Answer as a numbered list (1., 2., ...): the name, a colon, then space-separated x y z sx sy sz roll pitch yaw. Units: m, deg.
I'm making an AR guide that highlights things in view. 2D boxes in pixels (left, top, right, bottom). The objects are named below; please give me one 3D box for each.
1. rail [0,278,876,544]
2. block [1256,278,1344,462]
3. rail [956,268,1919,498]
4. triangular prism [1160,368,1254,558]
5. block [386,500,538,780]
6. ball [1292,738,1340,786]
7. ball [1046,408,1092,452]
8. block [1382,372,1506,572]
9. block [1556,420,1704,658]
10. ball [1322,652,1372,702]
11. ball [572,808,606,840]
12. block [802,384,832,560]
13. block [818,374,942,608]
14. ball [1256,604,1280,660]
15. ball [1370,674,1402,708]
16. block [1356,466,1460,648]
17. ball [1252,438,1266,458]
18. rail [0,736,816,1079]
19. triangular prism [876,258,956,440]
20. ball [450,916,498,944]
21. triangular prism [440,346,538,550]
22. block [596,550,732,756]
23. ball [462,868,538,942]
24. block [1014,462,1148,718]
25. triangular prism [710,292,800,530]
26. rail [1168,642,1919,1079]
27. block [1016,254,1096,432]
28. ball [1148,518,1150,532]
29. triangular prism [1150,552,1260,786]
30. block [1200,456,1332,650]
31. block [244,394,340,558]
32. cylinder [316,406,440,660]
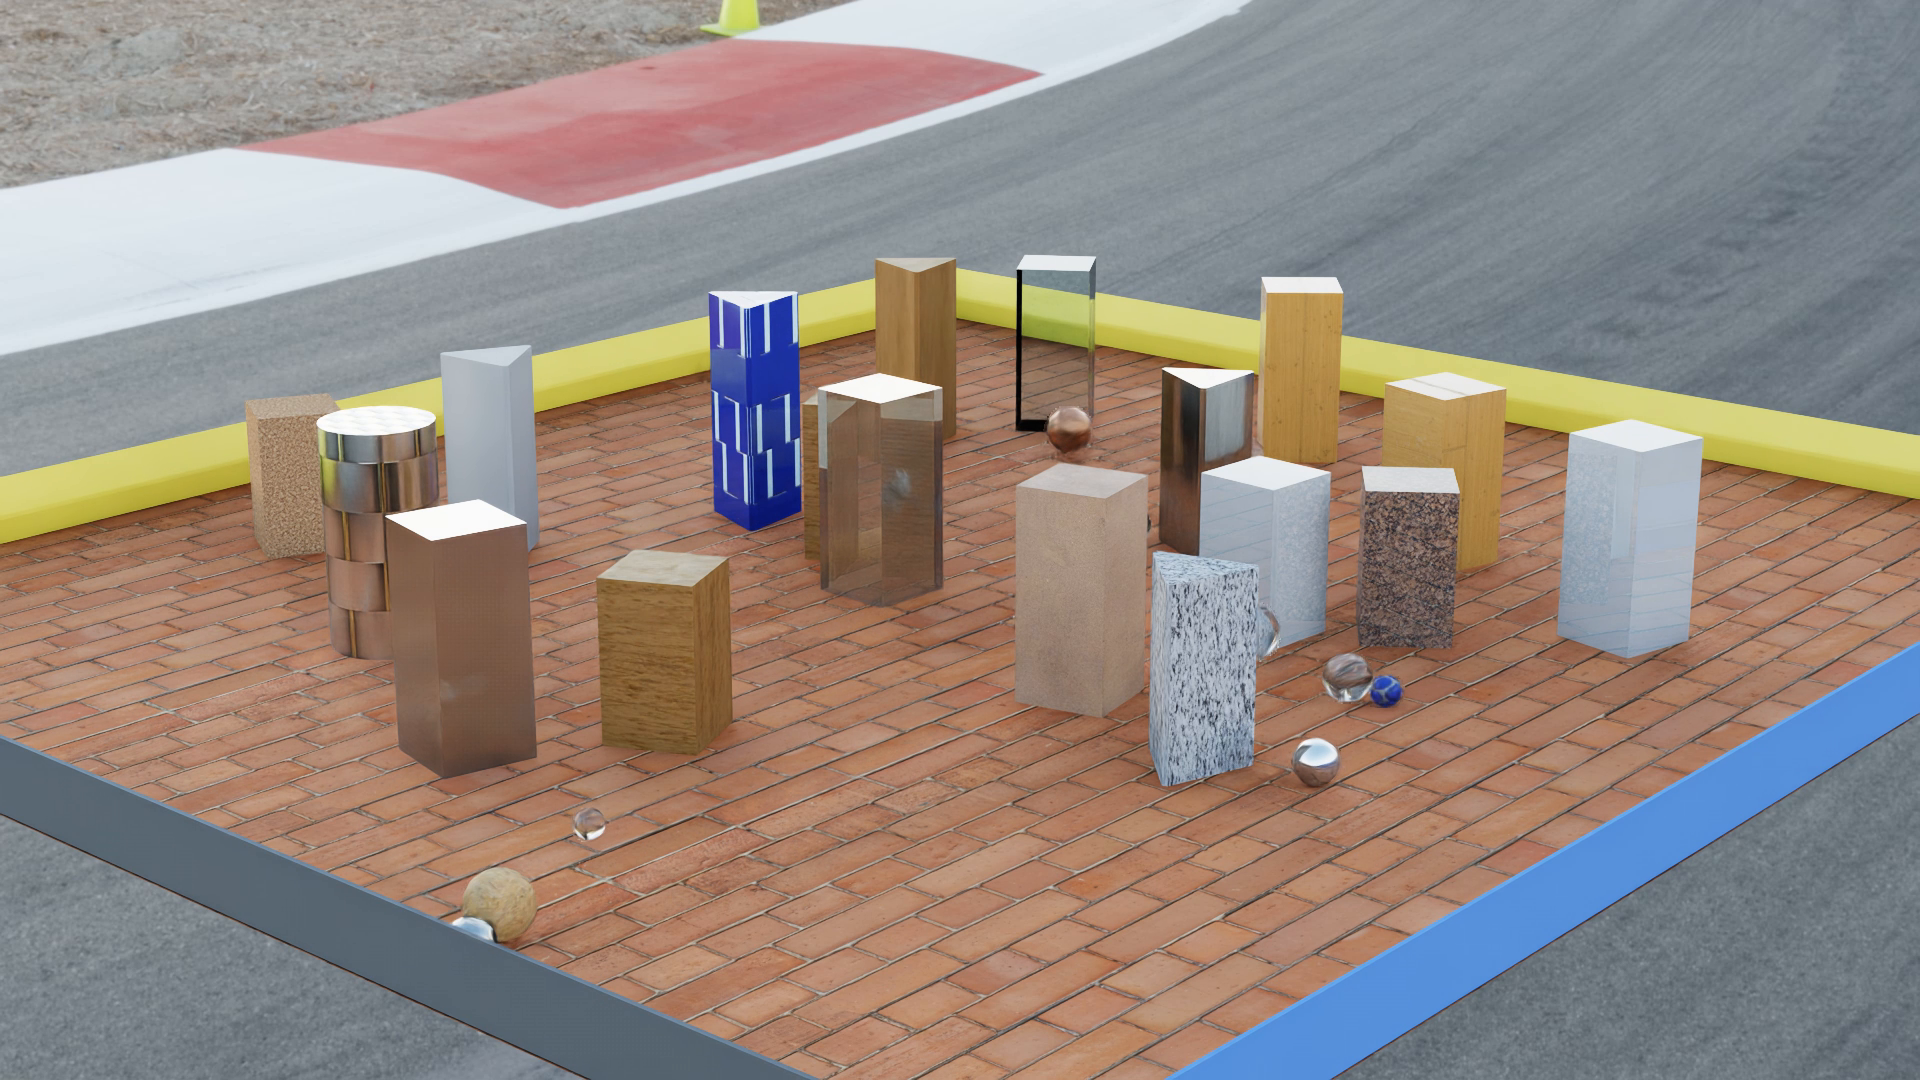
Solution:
1. rail: -1.137 -0.255 6.066 0.045 0.123 3.340 14 22 39
2. block: 0.692 -0.348 5.984 0.152 0.351 0.152 0 17 2
3. rail: 1.079 -0.329 6.311 3.059 0.123 0.045 14 22 39
4. triangular prism: 0.427 -0.145 5.358 0.142 0.325 0.165 13 21 36
5. block: -0.736 0.145 4.331 0.152 0.364 0.152 -12 20 -34
6. ball: 0.516 0.322 4.253 0.070 0.070 0.070 0 17 0
7. ball: 0.225 -0.227 6.031 0.093 0.093 0.093 0 17 0
8. block: 0.867 -0.121 5.281 0.152 0.323 0.152 -11 20 -33
9. block: 1.107 -0.004 4.848 0.152 0.350 0.152 -12 21 -35
10. ball: 0.607 0.215 4.593 0.078 0.078 0.078 0 17 0
11. ball: -0.514 0.393 4.062 0.045 0.045 0.045 0 17 0
12. block: -0.189 -0.120 5.333 0.152 0.291 0.152 4 17 14
13. block: -0.137 -0.088 5.101 0.152 0.364 0.152 15 23 41
14. ball: 0.474 0.149 4.783 0.095 0.095 0.095 0 17 0
15. ball: 0.664 0.235 4.573 0.051 0.051 0.051 0 17 0
16. block: 0.744 0.028 4.886 0.152 0.267 0.152 1 17 5
17. ball: 0.576 -0.169 5.877 0.071 0.071 0.071 0 17 0
18. rail: -1.079 0.390 3.931 3.059 0.123 0.045 14 22 39
19. triangular prism: -0.070 -0.393 6.089 0.142 0.376 0.165 -10 20 -30
20. ball: -0.611 0.504 3.651 0.070 0.070 0.070 0 17 0
21. triangular prism: -0.826 -0.161 5.336 0.165 0.369 0.142 12 21 35
22. block: -0.444 0.168 4.426 0.152 0.265 0.152 5 17 16
23. ball: -0.587 0.465 3.736 0.095 0.095 0.095 0 17 0
24. block: 0.189 0.076 4.577 0.152 0.353 0.152 9 19 27
25. triangular prism: -0.409 -0.251 5.535 0.142 0.426 0.165 10 19 29
26. rail: 1.137 0.316 4.176 0.045 0.123 3.340 14 22 39
27. block: 0.203 -0.416 6.215 0.152 0.348 0.152 2 17 7
28. ball: 0.320 -0.029 5.426 0.064 0.064 0.064 0 17 0
29. triangular prism: 0.326 0.180 4.312 0.165 0.307 0.142 -11 20 -32
30. block: 0.507 0.021 4.892 0.152 0.277 0.152 16 23 42
31. block: -1.215 -0.119 5.383 0.152 0.261 0.152 -7 18 -21
32. cylinder: -0.950 -0.013 4.826 0.190 0.380 0.190 0 17 0
